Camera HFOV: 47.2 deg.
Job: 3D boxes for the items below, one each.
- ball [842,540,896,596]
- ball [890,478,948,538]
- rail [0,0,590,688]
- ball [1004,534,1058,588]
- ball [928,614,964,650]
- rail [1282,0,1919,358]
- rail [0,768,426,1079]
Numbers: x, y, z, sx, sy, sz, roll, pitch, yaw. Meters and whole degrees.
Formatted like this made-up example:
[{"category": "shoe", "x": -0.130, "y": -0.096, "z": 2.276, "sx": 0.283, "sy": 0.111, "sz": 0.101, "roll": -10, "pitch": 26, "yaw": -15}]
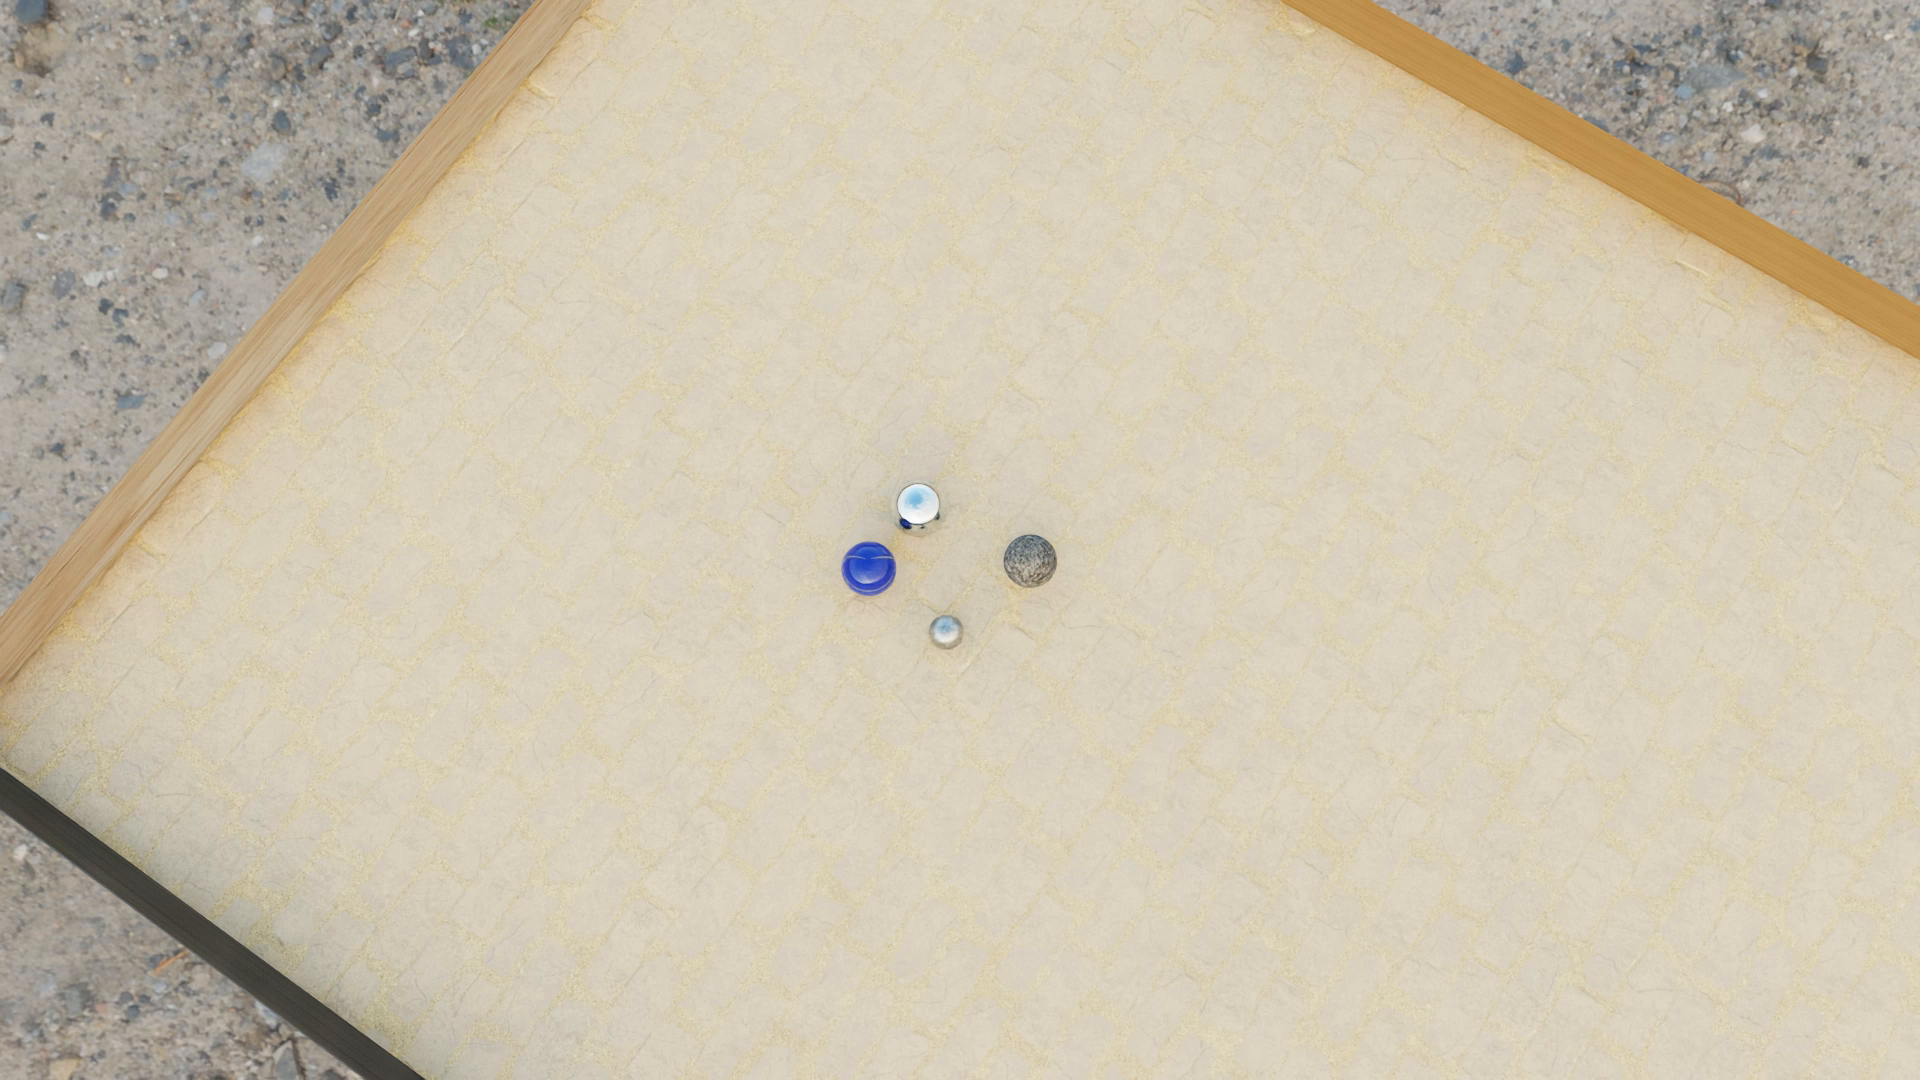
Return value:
[{"category": "ball", "x": -0.141, "y": 0.045, "z": 3.415, "sx": 0.086, "sy": 0.086, "sz": 0.086, "roll": 0, "pitch": 70, "yaw": 0}, {"category": "ball", "x": -0.065, "y": -0.050, "z": 3.447, "sx": 0.092, "sy": 0.092, "sz": 0.092, "roll": 0, "pitch": 70, "yaw": 0}, {"category": "rail", "x": -0.900, "y": -0.580, "z": 3.624, "sx": 0.045, "sy": 0.119, "sz": 2.313, "roll": 32, "pitch": 73, "yaw": 11}, {"category": "ball", "x": 0.109, "y": 0.033, "z": 3.421, "sx": 0.083, "sy": 0.083, "sz": 0.083, "roll": 0, "pitch": 70, "yaw": 0}, {"category": "ball", "x": -0.021, "y": 0.143, "z": 3.397, "sx": 0.055, "sy": 0.055, "sz": 0.055, "roll": 0, "pitch": 70, "yaw": 0}, {"category": "rail", "x": 1.555, "y": -0.303, "z": 3.523, "sx": 4.444, "sy": 0.119, "sz": 0.045, "roll": 32, "pitch": 73, "yaw": 11}, {"category": "rail", "x": 0.285, "y": 1.460, "z": 2.883, "sx": 4.444, "sy": 0.119, "sz": 0.045, "roll": 32, "pitch": 73, "yaw": 11}]
